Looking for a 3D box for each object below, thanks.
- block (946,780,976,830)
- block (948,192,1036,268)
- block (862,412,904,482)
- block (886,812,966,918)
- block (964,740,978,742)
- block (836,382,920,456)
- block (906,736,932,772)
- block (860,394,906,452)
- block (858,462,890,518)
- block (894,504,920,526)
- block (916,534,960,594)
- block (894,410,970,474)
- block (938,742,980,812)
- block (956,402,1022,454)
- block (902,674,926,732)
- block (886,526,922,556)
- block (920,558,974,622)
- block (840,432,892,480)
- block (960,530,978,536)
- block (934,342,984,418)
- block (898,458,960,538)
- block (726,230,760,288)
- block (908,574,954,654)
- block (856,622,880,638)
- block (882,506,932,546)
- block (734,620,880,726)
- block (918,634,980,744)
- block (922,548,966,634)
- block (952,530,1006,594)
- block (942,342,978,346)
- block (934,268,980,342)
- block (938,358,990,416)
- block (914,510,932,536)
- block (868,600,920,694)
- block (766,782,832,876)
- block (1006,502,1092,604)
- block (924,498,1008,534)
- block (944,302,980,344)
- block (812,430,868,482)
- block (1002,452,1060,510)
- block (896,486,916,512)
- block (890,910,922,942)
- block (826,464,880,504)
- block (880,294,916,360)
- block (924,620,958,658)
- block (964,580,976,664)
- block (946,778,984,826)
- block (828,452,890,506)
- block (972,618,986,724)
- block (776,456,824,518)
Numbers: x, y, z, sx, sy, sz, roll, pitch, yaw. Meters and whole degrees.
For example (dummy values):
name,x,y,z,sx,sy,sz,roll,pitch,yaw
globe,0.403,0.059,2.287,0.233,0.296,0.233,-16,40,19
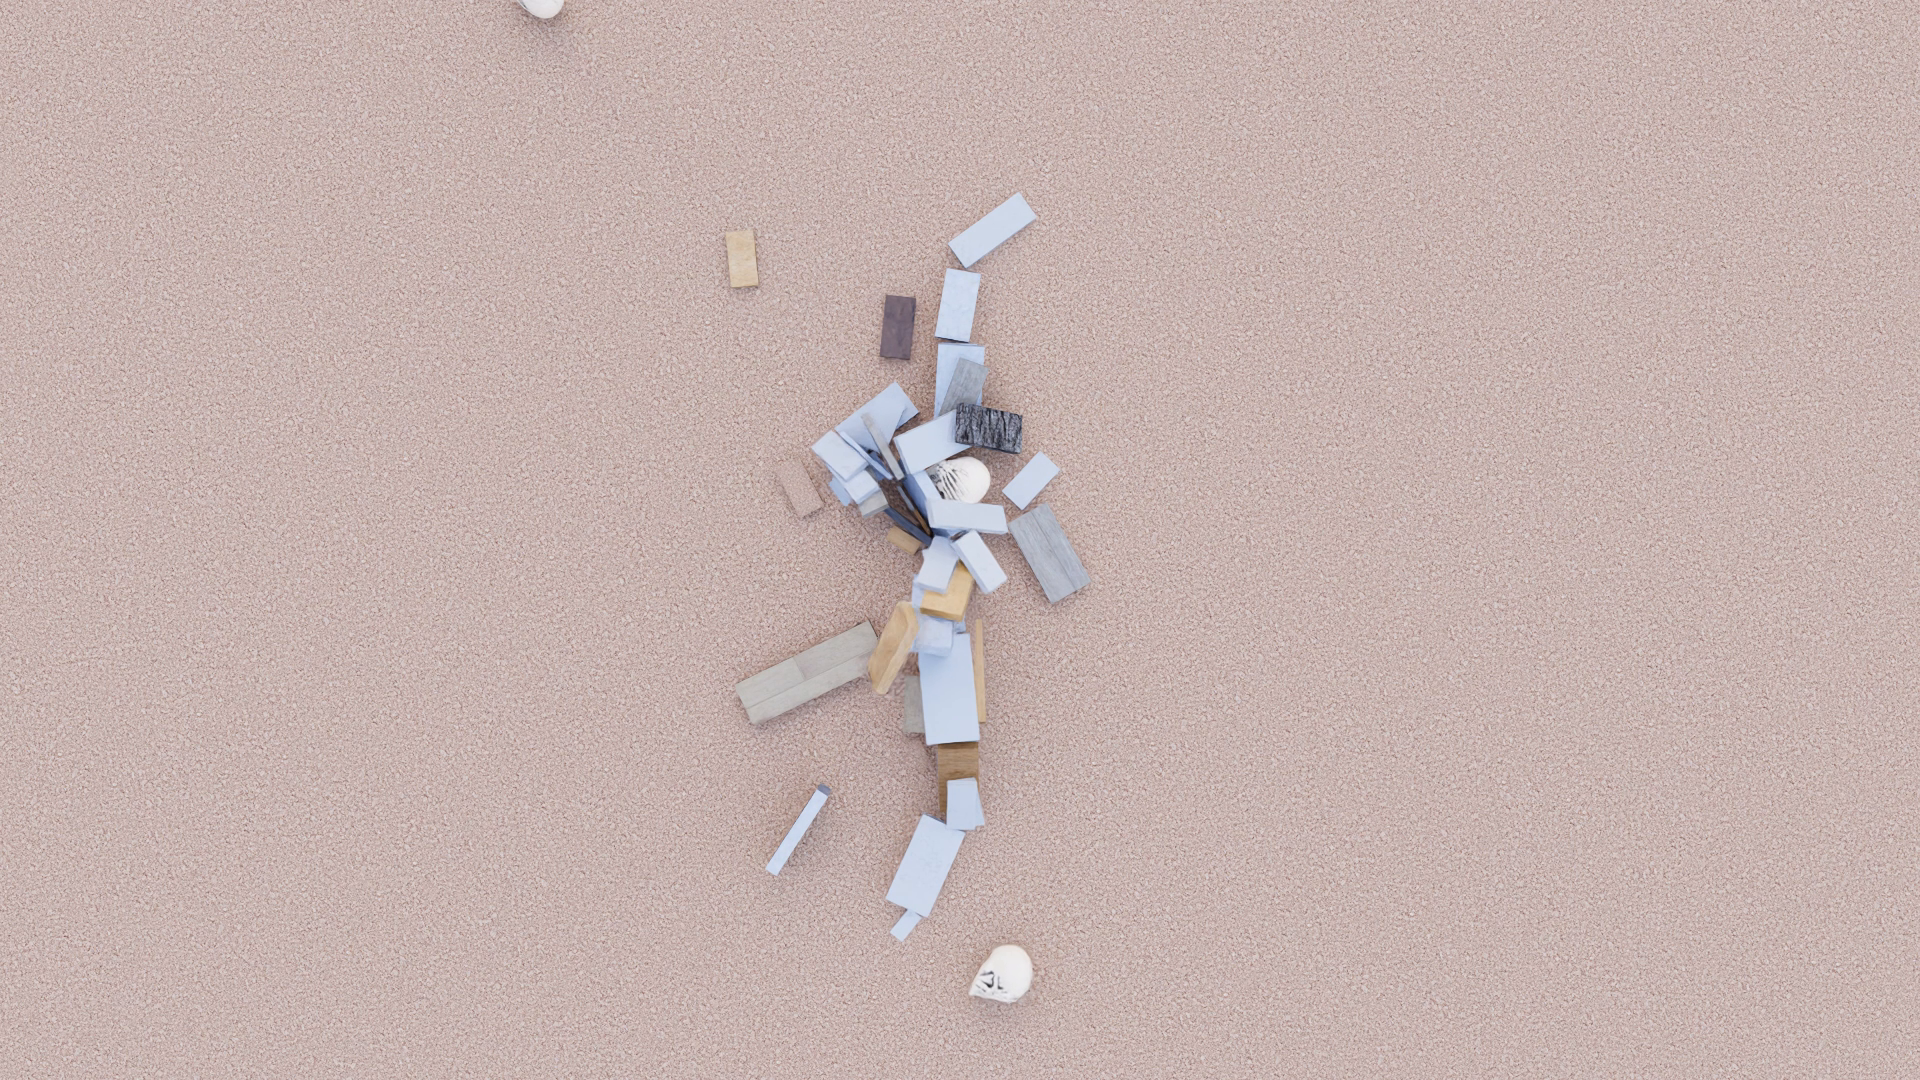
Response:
name,x,y,z,sx,sy,sz,roll,pitch,yaw
block,0.005,0.869,5.400,0.093,0.026,0.186,1,122,-1
block,0.107,-1.028,5.486,0.291,0.029,0.102,-36,90,0
block,-0.253,-0.303,5.391,0.026,0.091,0.242,-29,90,-4
block,-0.115,1.079,5.478,0.153,0.043,0.307,24,90,0
block,-0.005,0.690,5.481,0.133,0.038,0.265,-1,90,0
block,-0.276,-0.397,5.482,0.256,0.036,0.128,-37,90,0
block,-0.137,0.713,5.493,0.052,0.015,0.104,-27,90,0
block,-0.256,-0.382,5.451,0.091,0.026,0.182,23,90,0
block,-0.307,-0.165,5.417,0.091,0.026,0.182,-25,60,0
block,-0.177,-0.082,5.476,0.094,0.047,0.013,38,90,0
block,-0.065,0.078,5.330,0.097,0.028,0.194,15,56,10
block,-0.078,-0.322,5.347,0.256,0.036,0.128,-26,104,-19
block,-0.004,0.777,5.412,0.133,0.038,0.266,-1,122,0
block,0.096,-0.364,5.397,0.256,0.036,0.128,9,81,-39
block,-0.139,0.545,5.487,0.093,0.026,0.186,3,90,0
block,-0.188,0.002,5.492,0.109,0.015,0.054,32,90,0
block,-0.028,0.129,5.335,0.137,0.039,0.275,11,55,8
block,-0.308,-0.278,5.438,0.223,0.054,0.015,43,91,-5
block,0.027,-0.028,5.492,0.054,0.015,0.109,-17,90,0
block,-0.004,-0.490,5.430,0.152,0.043,0.303,3,104,-1
block,-0.110,-0.139,5.421,0.043,0.152,0.303,-32,90,-17
block,-0.723,-0.934,5.487,0.091,0.026,0.183,-6,90,0
block,-0.089,0.236,5.307,0.137,0.039,0.275,3,55,2
block,-0.313,0.323,5.492,0.104,0.015,0.052,36,91,0
block,-0.180,-0.055,5.453,0.231,0.094,0.027,38,90,0
block,-0.491,0.441,5.469,0.495,0.043,0.153,-26,91,2
block,-0.038,0.481,5.331,0.171,0.048,0.342,-6,88,0
block,-0.052,0.168,5.409,0.097,0.028,0.294,-9,74,-3
block,0.063,0.070,5.339,0.097,0.028,0.194,-35,92,-42
block,-0.003,-0.536,5.457,0.114,0.032,0.228,1,104,0
block,-0.007,-0.774,5.452,0.114,0.032,0.228,10,90,0
block,0.012,-0.484,5.394,0.102,0.029,0.204,20,103,-5
block,-0.125,-0.059,5.476,0.013,0.047,0.094,-31,90,0
block,-0.212,0.341,5.242,0.039,0.137,0.275,14,120,-24
block,-0.530,0.949,5.423,0.043,0.153,0.307,33,90,0
block,0.295,0.043,5.479,0.152,0.043,0.303,-29,90,0
block,0.023,-0.077,5.376,0.313,0.026,0.092,6,65,-40
block,0.004,-0.675,5.484,0.114,0.032,0.228,2,90,0
block,-0.397,-0.277,5.438,0.092,0.026,0.184,-42,62,-10
block,0.236,-0.198,5.487,0.092,0.026,0.185,43,90,0
block,-0.180,-0.138,5.476,0.013,0.047,0.095,-33,90,0
block,-0.181,1.280,5.493,0.052,0.015,0.104,39,90,0
block,-0.351,-0.208,5.420,0.091,0.026,0.182,-36,61,-6
block,-0.206,-0.707,5.486,0.102,0.029,0.204,6,90,0
block,-0.057,0.285,5.312,0.094,0.027,0.187,9,55,6
block,-0.033,0.234,5.429,0.171,0.048,0.342,1,74,0
block,0.020,0.866,5.430,0.093,0.026,0.186,-9,122,5
block,-0.334,-0.204,5.487,0.187,0.027,0.094,-36,90,0
block,-0.007,0.434,5.422,0.171,0.048,0.342,-2,74,-1
block,-0.533,-0.174,5.487,0.091,0.026,0.183,-27,90,0
